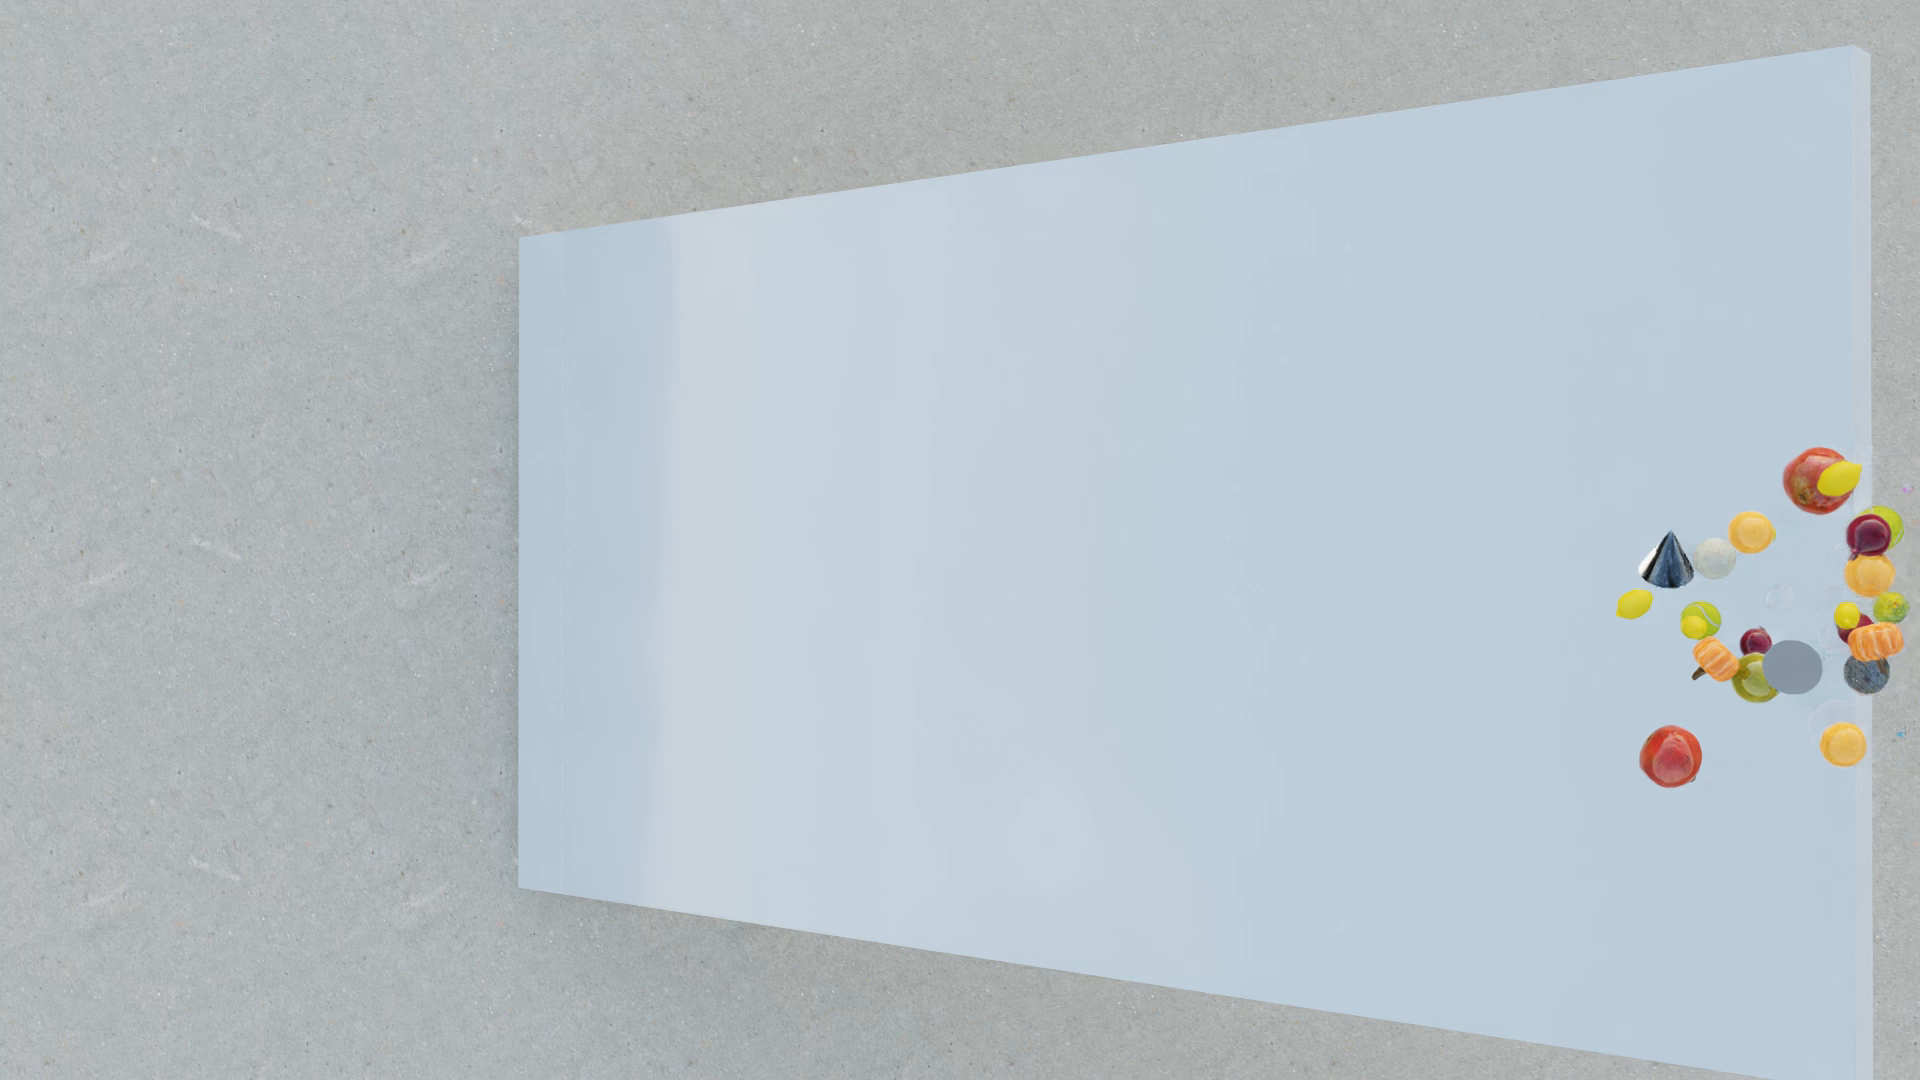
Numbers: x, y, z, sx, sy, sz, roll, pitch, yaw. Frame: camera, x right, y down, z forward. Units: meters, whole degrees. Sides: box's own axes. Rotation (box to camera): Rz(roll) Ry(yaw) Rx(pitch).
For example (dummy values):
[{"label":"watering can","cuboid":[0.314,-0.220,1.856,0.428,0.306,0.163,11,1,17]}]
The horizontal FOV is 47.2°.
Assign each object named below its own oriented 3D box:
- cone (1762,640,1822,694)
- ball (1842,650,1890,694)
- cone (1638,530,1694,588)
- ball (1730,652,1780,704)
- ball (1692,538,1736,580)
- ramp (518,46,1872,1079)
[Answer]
[{"label":"cone","cuboid":[1.223,0.199,3.247,0.083,0.083,0.083,-4,70,11]},{"label":"ball","cuboid":[1.439,0.210,3.489,0.070,0.070,0.070,0,90,0]},{"label":"cone","cuboid":[1.272,0.018,3.946,0.097,0.097,0.097,-8,128,0]},{"label":"ball","cuboid":[1.324,0.230,3.654,0.084,0.084,0.084,0,90,0]},{"label":"ball","cuboid":[1.373,0.034,4.000,0.076,0.076,0.076,0,90,0]},{"label":"ramp","cuboid":[0.208,0.061,5.523,4.000,0.100,2.000,0,90,40]}]
